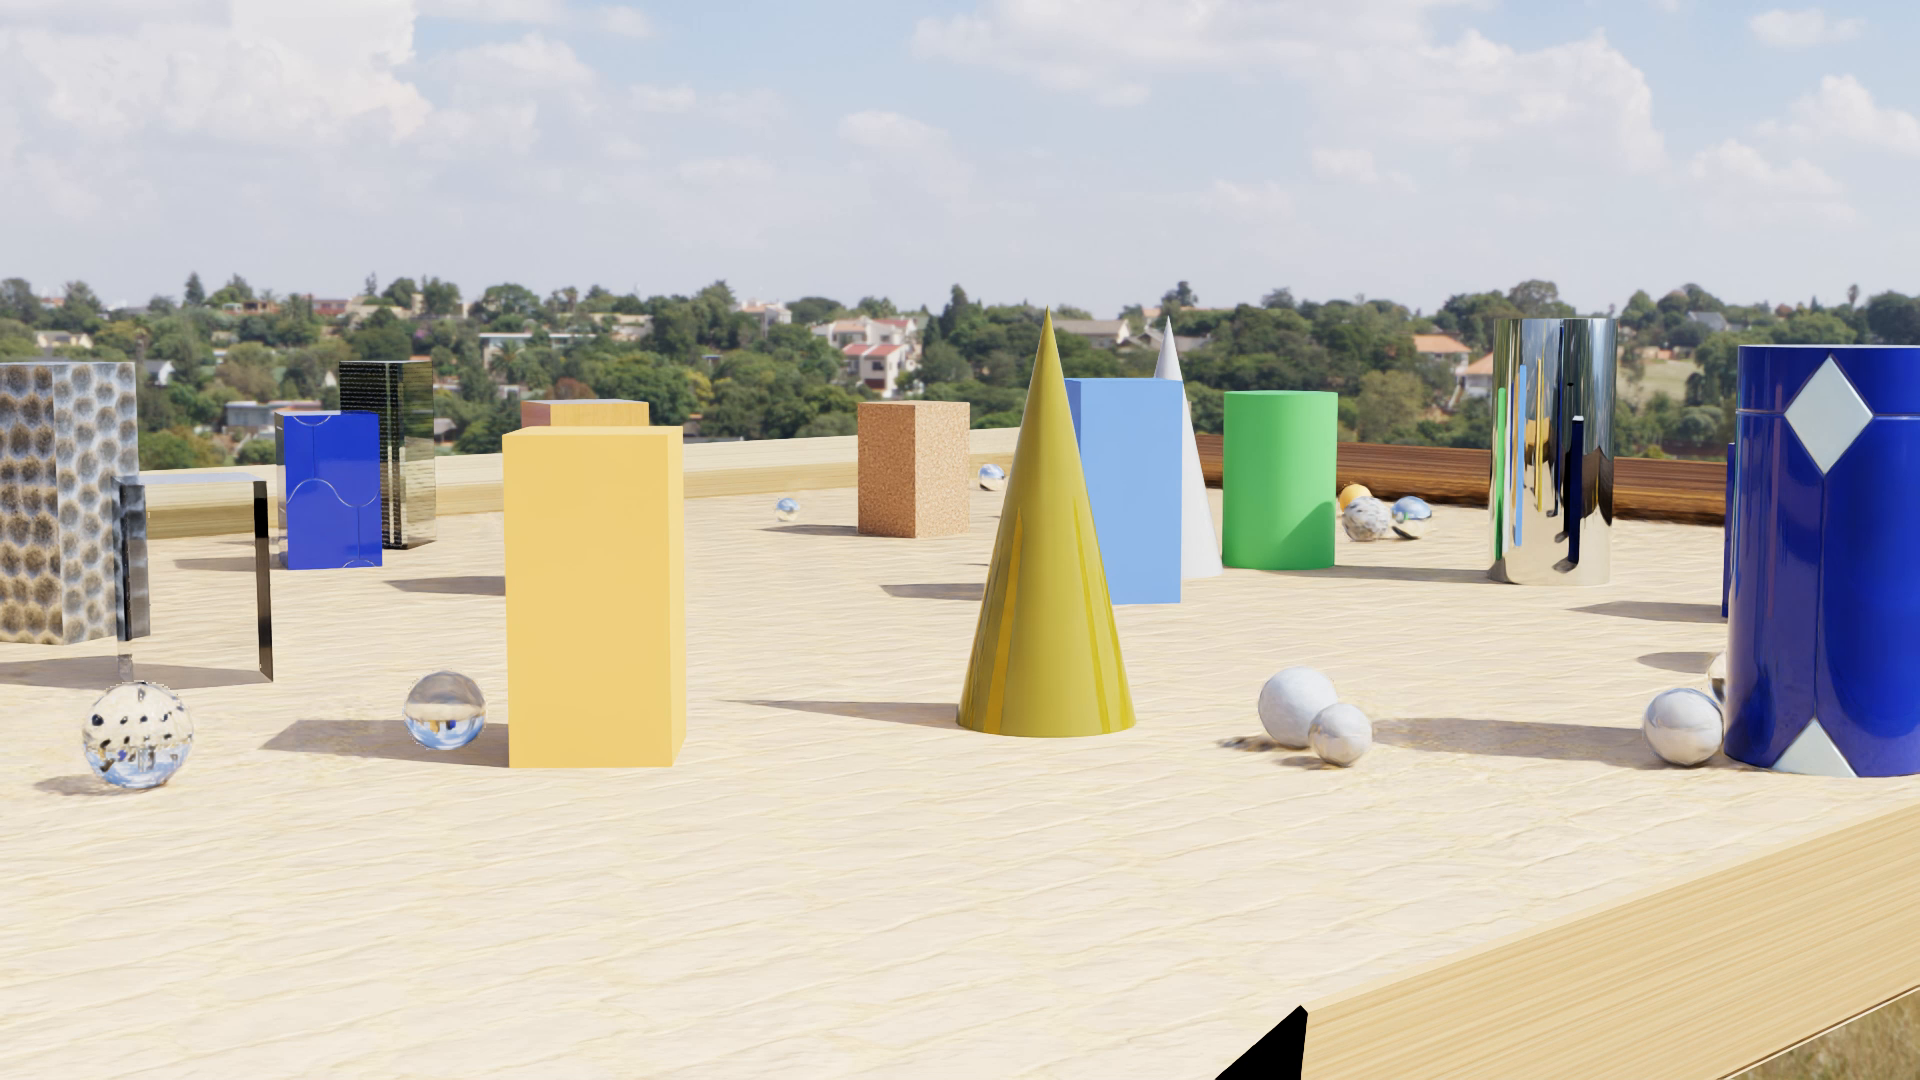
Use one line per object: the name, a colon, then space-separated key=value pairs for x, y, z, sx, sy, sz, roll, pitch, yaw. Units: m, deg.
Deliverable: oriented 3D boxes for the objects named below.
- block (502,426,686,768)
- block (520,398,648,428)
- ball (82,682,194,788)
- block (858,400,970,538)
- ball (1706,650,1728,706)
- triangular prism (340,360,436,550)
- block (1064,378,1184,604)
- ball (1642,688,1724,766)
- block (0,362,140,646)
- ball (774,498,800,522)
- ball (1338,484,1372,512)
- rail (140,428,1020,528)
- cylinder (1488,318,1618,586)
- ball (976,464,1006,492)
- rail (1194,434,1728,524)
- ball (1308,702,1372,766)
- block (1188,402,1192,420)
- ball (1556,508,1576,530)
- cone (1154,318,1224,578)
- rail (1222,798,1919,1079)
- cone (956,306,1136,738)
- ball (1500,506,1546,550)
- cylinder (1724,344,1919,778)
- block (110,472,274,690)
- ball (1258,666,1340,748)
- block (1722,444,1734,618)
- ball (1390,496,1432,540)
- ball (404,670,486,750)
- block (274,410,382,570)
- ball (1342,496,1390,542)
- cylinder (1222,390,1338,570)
block: x=-0.363 y=0.053 z=2.210 sx=0.158 sy=0.325 sz=0.158 roll=0 pitch=6 yaw=-2
block: x=-0.596 y=-0.070 z=3.499 sx=0.158 sy=0.301 sz=0.158 roll=-3 pitch=7 yaw=-27
ball: x=-0.767 y=0.183 z=2.053 sx=0.099 sy=0.099 sz=0.099 roll=0 pitch=6 yaw=0
block: x=-0.093 y=-0.144 z=4.400 sx=0.158 sy=0.261 sz=0.158 roll=5 pitch=8 yaw=42
ball: x=0.872 y=0.155 z=2.460 sx=0.069 sy=0.069 sz=0.069 roll=0 pitch=6 yaw=0
triangular prism: x=-1.060 y=-0.165 z=4.187 sx=0.171 sy=0.348 sz=0.148 roll=4 pitch=7 yaw=35
block: x=0.245 y=-0.079 z=3.402 sx=0.158 sy=0.338 sz=0.158 roll=-1 pitch=6 yaw=-10
ball: x=0.710 y=0.183 z=2.159 sx=0.077 sy=0.077 sz=0.077 roll=0 pitch=6 yaw=0
block: x=-1.241 y=-0.055 z=3.011 sx=0.158 sy=0.373 sz=0.158 roll=2 pitch=6 yaw=20
ball: x=-0.364 y=-0.062 z=4.626 sx=0.052 sy=0.052 sz=0.052 roll=0 pitch=6 yaw=0
ball: x=0.851 y=-0.083 z=4.726 sx=0.073 sy=0.073 sz=0.073 roll=0 pitch=6 yaw=0
rail: x=-1.222 y=-0.104 z=4.649 sx=4.037 sy=0.128 sz=0.045 roll=-5 pitch=8 yaw=-42
cylinder: x=0.978 y=-0.149 z=3.633 sx=0.198 sy=0.431 sz=0.198 roll=0 pitch=6 yaw=0
ball: x=0.077 y=-0.153 z=5.412 sx=0.070 sy=0.070 sz=0.070 roll=0 pitch=6 yaw=0
rail: x=1.466 y=-0.107 z=4.677 sx=0.045 sy=0.128 sz=3.651 roll=-5 pitch=8 yaw=-42
ball: x=0.373 y=0.191 z=2.158 sx=0.061 sy=0.061 sz=0.061 roll=0 pitch=6 yaw=0
block: x=0.380 y=-0.166 z=4.646 sx=0.158 sy=0.255 sz=0.158 roll=-2 pitch=6 yaw=-22
ball: x=1.235 y=-0.042 z=4.481 sx=0.043 sy=0.043 sz=0.043 roll=0 pitch=6 yaw=0
cone: x=0.352 y=-0.163 z=3.738 sx=0.198 sy=0.437 sz=0.198 roll=0 pitch=6 yaw=0
rail: x=1.222 y=0.171 z=2.015 sx=4.037 sy=0.128 sz=0.045 roll=-5 pitch=8 yaw=-42
cone: x=0.094 y=-0.028 z=2.373 sx=0.198 sy=0.452 sz=0.198 roll=0 pitch=6 yaw=0
ball: x=1.051 y=-0.024 z=4.106 sx=0.083 sy=0.083 sz=0.083 roll=0 pitch=6 yaw=0
cylinder: x=0.867 y=0.014 z=2.177 sx=0.198 sy=0.410 sz=0.198 roll=0 pitch=6 yaw=0
block: x=-0.930 y=0.047 z=2.662 sx=0.158 sy=0.243 sz=0.158 roll=-3 pitch=7 yaw=-27
ball: x=0.346 y=0.171 z=2.247 sx=0.082 sy=0.082 sz=0.082 roll=0 pitch=6 yaw=0
block: x=1.223 y=-0.013 z=3.189 sx=0.158 sy=0.253 sz=0.158 roll=-5 pitch=8 yaw=-41
ball: x=0.878 y=-0.043 z=4.283 sx=0.085 sy=0.085 sz=0.085 roll=0 pitch=6 yaw=0
ball: x=-0.522 y=0.173 z=2.233 sx=0.081 sy=0.081 sz=0.081 roll=0 pitch=6 yaw=0
block: x=-1.111 y=-0.090 z=3.865 sx=0.158 sy=0.266 sz=0.158 roll=-2 pitch=6 yaw=-23
ball: x=0.779 y=-0.039 z=4.223 sx=0.090 sy=0.090 sz=0.090 roll=0 pitch=6 yaw=0
cylinder: x=0.561 y=-0.108 z=3.863 sx=0.198 sy=0.301 sz=0.198 roll=0 pitch=6 yaw=0
